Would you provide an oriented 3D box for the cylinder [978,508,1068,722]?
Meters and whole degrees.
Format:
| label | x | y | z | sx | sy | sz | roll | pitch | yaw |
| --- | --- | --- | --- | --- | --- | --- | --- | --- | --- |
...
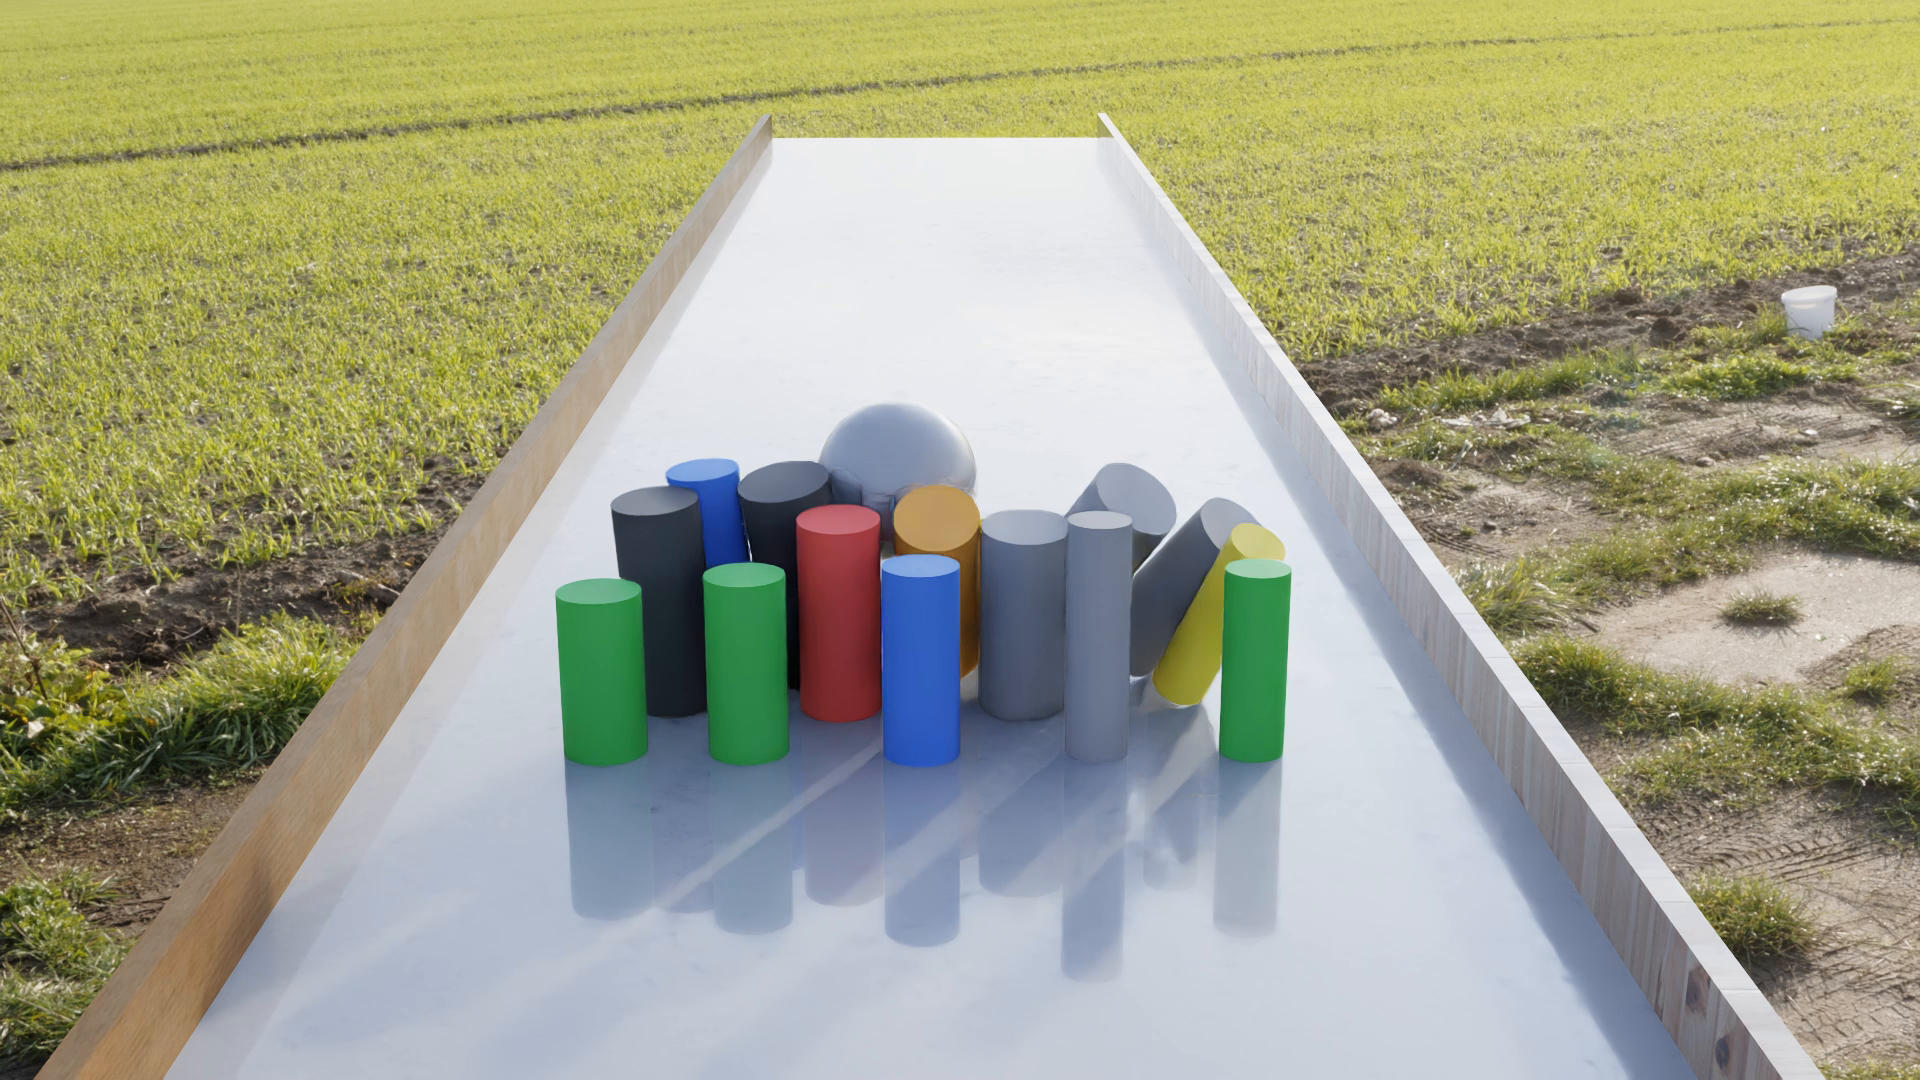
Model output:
| label | x | y | z | sx | sy | sz | roll | pitch | yaw |
| --- | --- | --- | --- | --- | --- | --- | --- | --- | --- |
| cylinder | 0.120 | 0.139 | 4.094 | 0.167 | 0.360 | 0.167 | 1 | 24 | 0 |

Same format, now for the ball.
| label | x | y | z | sx | sy | sz | roll | pitch | yaw |
| --- | --- | --- | --- | --- | --- | --- | --- | --- | --- |
| ball | -0.123 | -0.117 | 4.290 | 0.318 | 0.318 | 0.318 | 0 | 17 | 0 |

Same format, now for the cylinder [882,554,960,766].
| label | x | y | z | sx | sy | sz | roll | pitch | yaw |
| --- | --- | --- | --- | --- | --- | --- | --- | --- | --- |
| cylinder | -0.069 | 0.213 | 3.896 | 0.138 | 0.351 | 0.138 | 0 | 17 | 0 |

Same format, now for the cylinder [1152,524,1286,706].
| label | x | y | z | sx | sy | sz | roll | pitch | yaw |
| --- | --- | --- | --- | --- | --- | --- | --- | --- | --- |
| cylinder | 0.477 | 0.142 | 4.080 | 0.106 | 0.382 | 0.106 | 14 | 40 | -12 |

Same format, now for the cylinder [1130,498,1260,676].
| label | x | y | z | sx | sy | sz | roll | pitch | yaw |
| --- | --- | --- | --- | --- | --- | --- | --- | --- | --- |
| cylinder | 0.420 | 0.094 | 4.234 | 0.157 | 0.379 | 0.157 | 21 | 43 | -22 |

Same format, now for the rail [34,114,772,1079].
| label | x | y | z | sx | sy | sz | roll | pitch | yaw |
| --- | --- | --- | --- | --- | --- | --- | --- | --- | --- |
| rail | -1.118 | -0.838 | 7.780 | 0.050 | 0.150 | 12.000 | 0 | 17 | -1 |

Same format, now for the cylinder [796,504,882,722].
| label | x | y | z | sx | sy | sz | roll | pitch | yaw |
| --- | --- | --- | --- | --- | --- | --- | --- | --- | --- |
| cylinder | -0.223 | 0.136 | 4.089 | 0.154 | 0.376 | 0.154 | 0 | 22 | 0 |

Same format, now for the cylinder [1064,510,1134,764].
| label | x | y | z | sx | sy | sz | roll | pitch | yaw |
| --- | --- | --- | --- | --- | --- | --- | --- | --- | --- |
| cylinder | 0.244 | 0.172 | 3.889 | 0.114 | 0.433 | 0.114 | 0 | 17 | 0 |

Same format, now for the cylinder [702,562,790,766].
| label | x | y | z | sx | sy | sz | roll | pitch | yaw |
| --- | --- | --- | --- | --- | --- | --- | --- | --- | --- |
| cylinder | -0.379 | 0.219 | 3.910 | 0.145 | 0.331 | 0.145 | 0 | 17 | 0 |

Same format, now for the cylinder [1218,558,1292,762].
| label | x | y | z | sx | sy | sz | roll | pitch | yaw |
| --- | --- | --- | --- | --- | --- | --- | --- | --- | --- |
| cylinder | 0.523 | 0.214 | 3.906 | 0.116 | 0.343 | 0.116 | 0 | 17 | 0 |

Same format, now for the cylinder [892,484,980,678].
| label | x | y | z | sx | sy | sz | roll | pitch | yaw |
| --- | --- | --- | --- | --- | --- | --- | --- | --- | --- |
| cylinder | -0.040 | 0.088 | 4.186 | 0.160 | 0.406 | 0.160 | -1 | 51 | 1 |

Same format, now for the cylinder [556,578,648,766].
| label | x | y | z | sx | sy | sz | roll | pitch | yaw |
| --- | --- | --- | --- | --- | --- | --- | --- | --- | --- |
| cylinder | -0.637 | 0.234 | 3.914 | 0.150 | 0.300 | 0.150 | 0 | 17 | 0 |

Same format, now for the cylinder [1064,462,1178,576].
| label | x | y | z | sx | sy | sz | roll | pitch | yaw |
| --- | --- | --- | --- | --- | --- | --- | --- | --- | --- |
| cylinder | 0.225 | 0.063 | 4.205 | 0.171 | 0.457 | 0.171 | 19 | 44 | -19 |

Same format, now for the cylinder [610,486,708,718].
| label | x | y | z | sx | sy | sz | roll | pitch | yaw |
| --- | --- | --- | --- | --- | --- | --- | --- | --- | --- |
| cylinder | -0.549 | 0.115 | 4.108 | 0.162 | 0.403 | 0.162 | -3 | 21 | 1 |

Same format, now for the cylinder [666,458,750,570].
| label | x | y | z | sx | sy | sz | roll | pitch | yaw |
| --- | --- | --- | --- | --- | --- | --- | --- | --- | --- |
| cylinder | -0.468 | 0.068 | 4.226 | 0.138 | 0.429 | 0.138 | -4 | 20 | 2 |

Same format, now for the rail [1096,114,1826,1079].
| label | x | y | z | sx | sy | sz | roll | pitch | yaw |
| --- | --- | --- | --- | --- | --- | --- | --- | --- | --- |
| rail | 0.932 | -0.844 | 7.801 | 0.050 | 0.150 | 12.000 | 0 | 17 | -1 |

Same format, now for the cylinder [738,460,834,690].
| label | x | y | z | sx | sy | sz | roll | pitch | yaw |
| --- | --- | --- | --- | --- | --- | --- | --- | --- | --- |
| cylinder | -0.303 | 0.069 | 4.221 | 0.174 | 0.411 | 0.174 | -7 | 28 | 4 |

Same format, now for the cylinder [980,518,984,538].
| label | x | y | z | sx | sy | sz | roll | pitch | yaw |
| --- | --- | --- | --- | --- | --- | --- | --- | --- | --- |
| cylinder | 0.038 | 0.087 | 4.375 | 0.115 | 0.302 | 0.115 | 7 | 55 | -11 |
